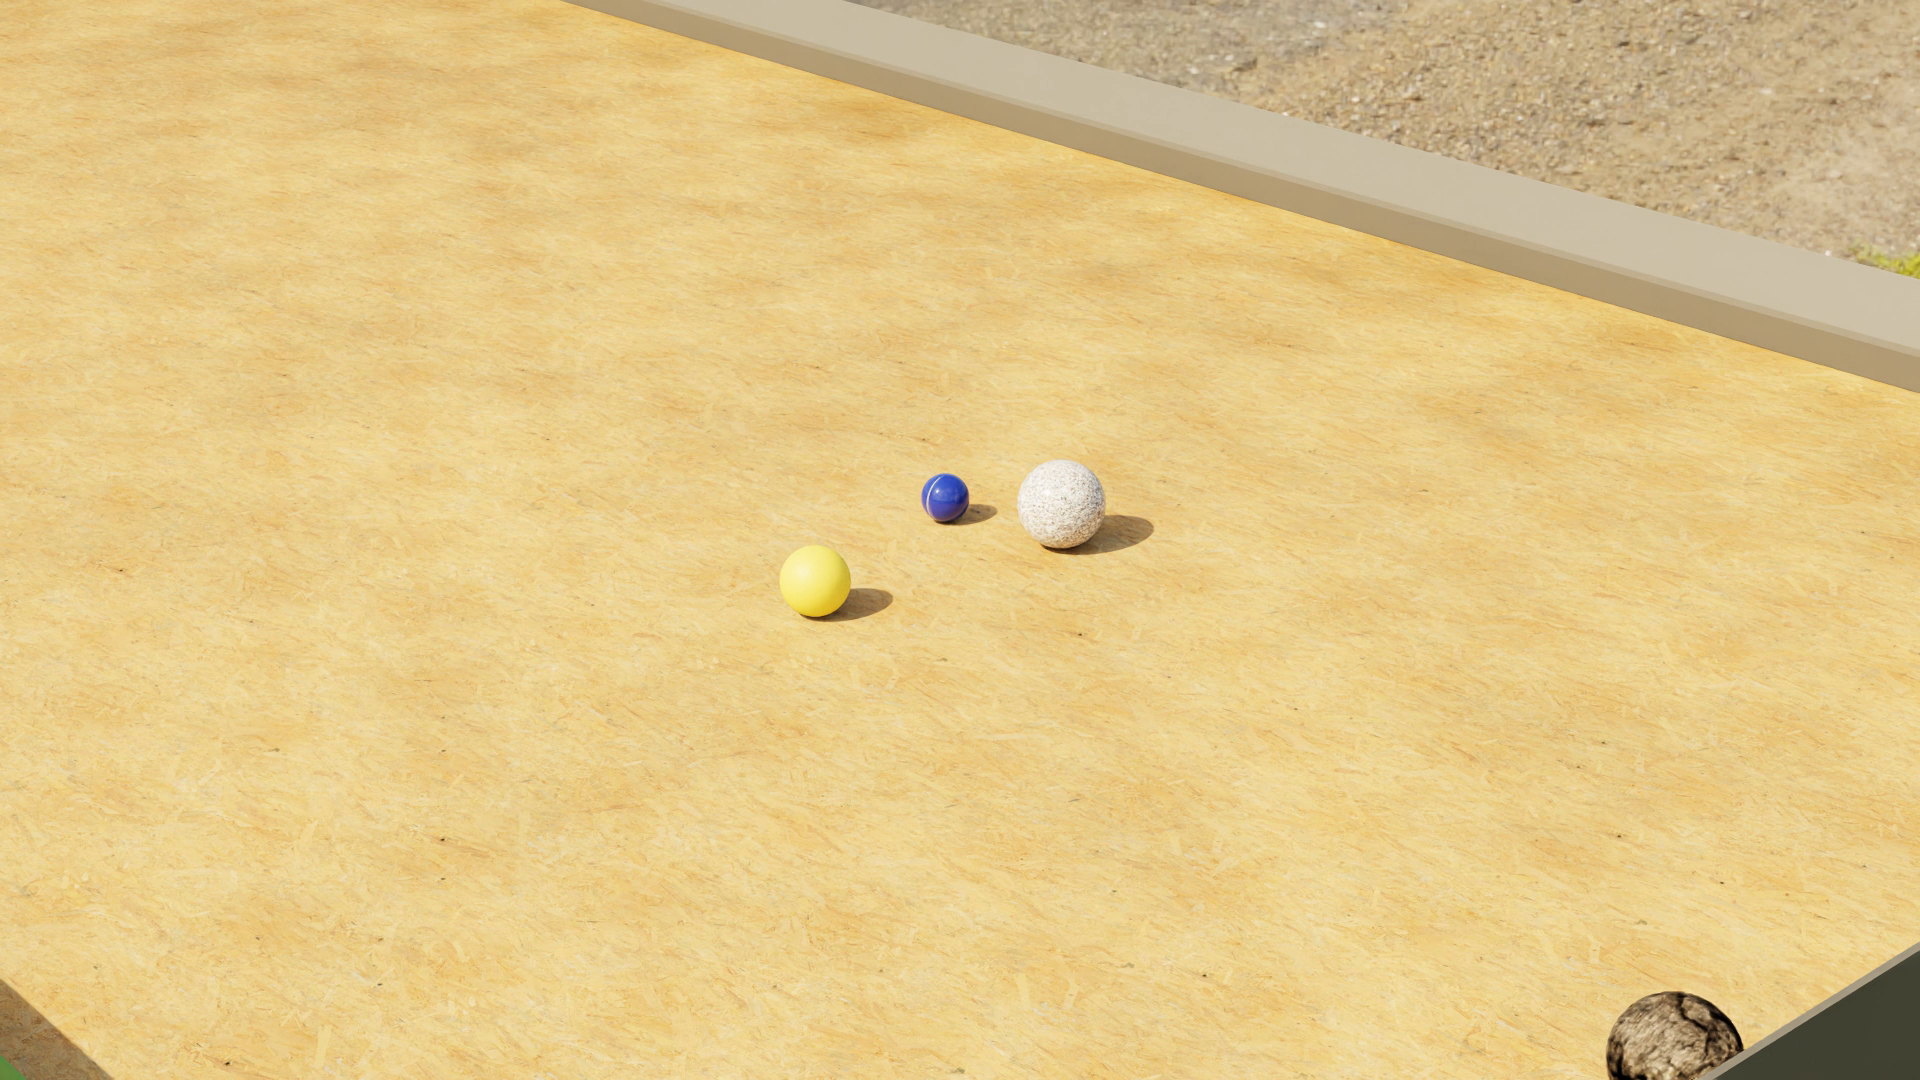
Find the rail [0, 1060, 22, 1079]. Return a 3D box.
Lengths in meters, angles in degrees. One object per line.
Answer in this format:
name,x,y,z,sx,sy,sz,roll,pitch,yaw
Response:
rail,-1.333,-0.045,2.441,0.045,0.108,3.730,-19,29,-38

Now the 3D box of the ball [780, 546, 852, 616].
ball,-0.114,0.032,2.325,0.057,0.057,0.057,0,23,0

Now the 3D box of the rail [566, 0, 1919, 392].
rail,0.095,-0.538,3.607,0.045,0.108,3.730,-19,29,-38

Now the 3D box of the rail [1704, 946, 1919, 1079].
rail,0.603,0.244,1.755,1.956,0.108,0.045,-19,29,-38

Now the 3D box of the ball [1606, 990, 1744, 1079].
ball,0.407,0.296,1.674,0.078,0.078,0.078,0,23,0

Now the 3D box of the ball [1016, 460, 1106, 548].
ball,0.085,-0.030,2.450,0.075,0.075,0.075,0,23,0

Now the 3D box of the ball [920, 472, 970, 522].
ball,-0.013,-0.036,2.506,0.042,0.042,0.042,0,23,0
